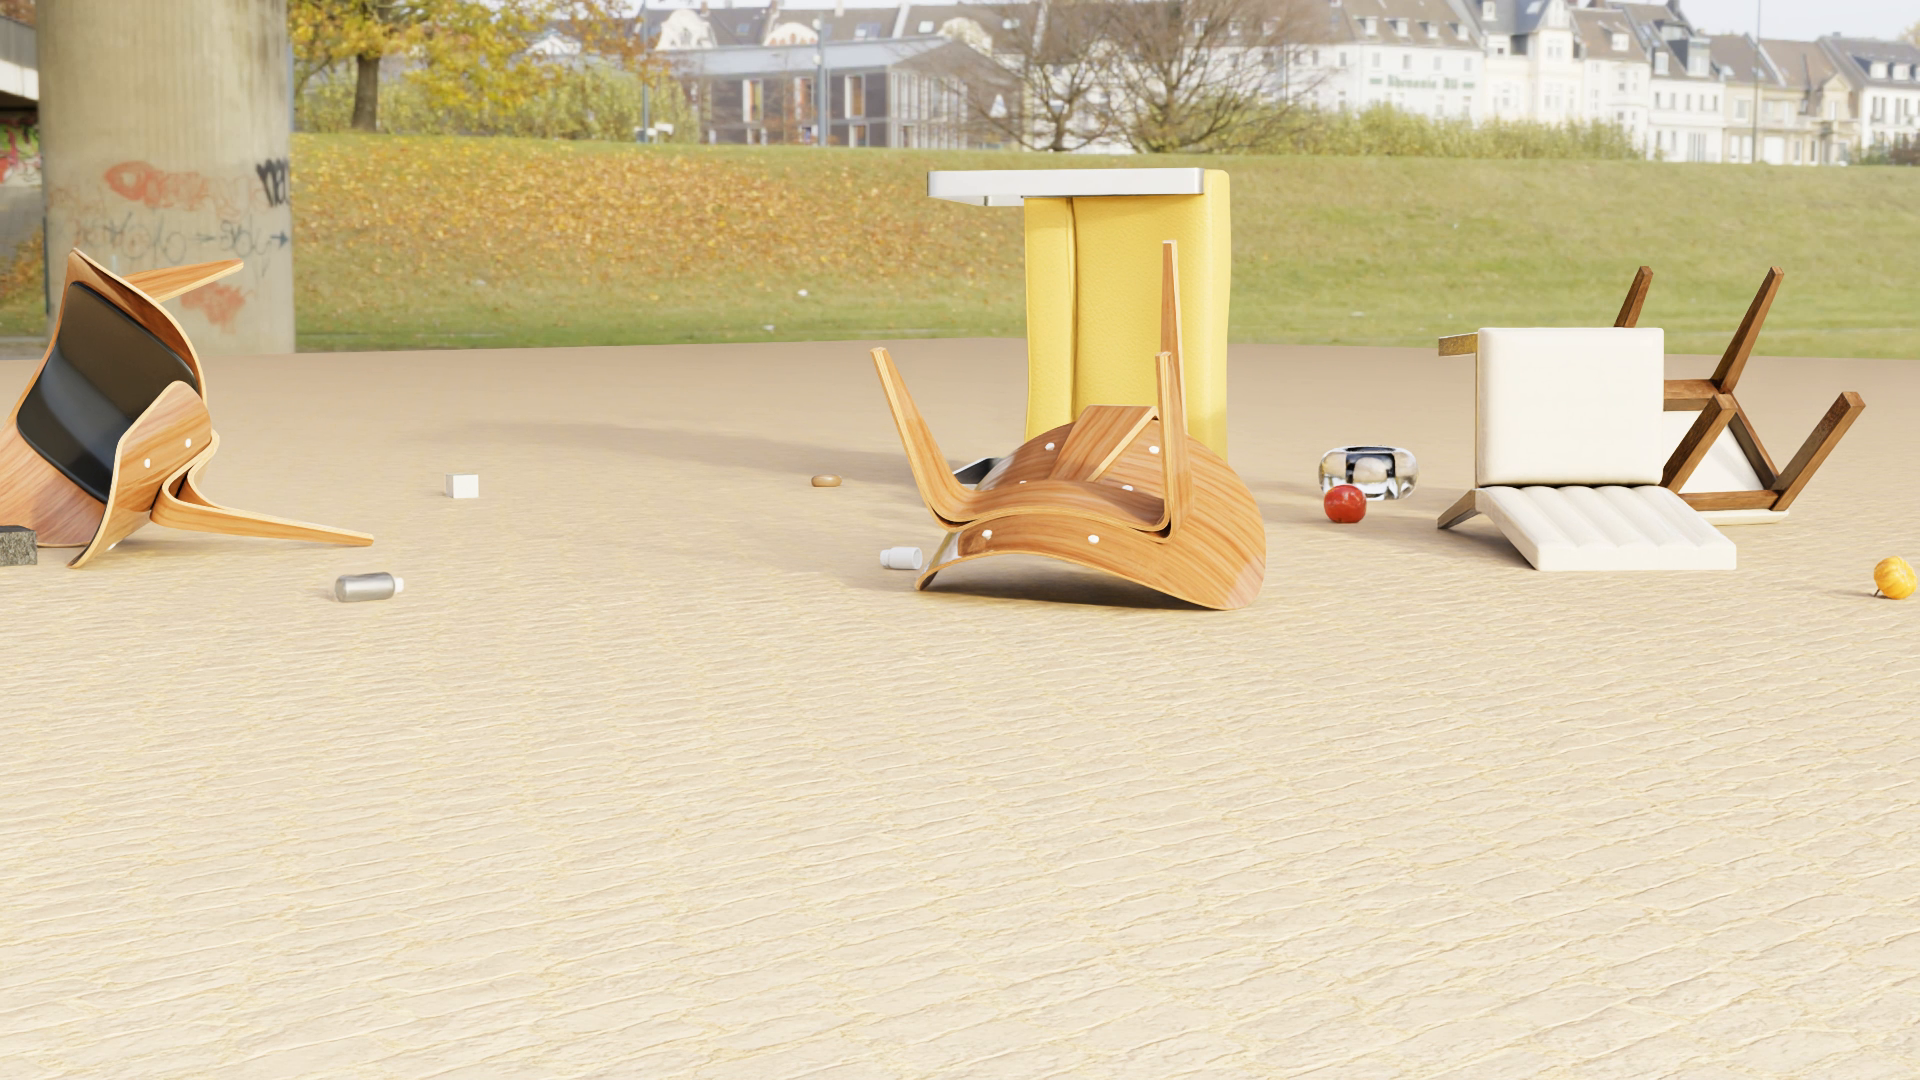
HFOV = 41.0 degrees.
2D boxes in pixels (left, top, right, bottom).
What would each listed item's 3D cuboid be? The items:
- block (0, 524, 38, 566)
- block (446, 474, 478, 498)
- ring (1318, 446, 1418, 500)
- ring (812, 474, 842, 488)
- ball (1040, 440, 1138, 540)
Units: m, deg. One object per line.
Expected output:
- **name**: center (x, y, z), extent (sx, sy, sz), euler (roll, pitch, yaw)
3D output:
- **block**: center (-2.217, 0.014, 5.896), extent (0.144, 0.077, 0.178), euler (-4, 7, -33)
- **block**: center (-1.489, -0.163, 7.671), extent (0.075, 0.066, 0.084), euler (-3, 7, -27)
- **ring**: center (1.217, -0.198, 7.642), extent (0.314, 0.145, 0.280), euler (-5, 9, -35)
- **ring**: center (-0.418, -0.185, 8.035), extent (0.101, 0.036, 0.053), euler (-3, 8, -19)
- **ball**: center (0.321, -0.124, 6.404), extent (0.248, 0.248, 0.248), euler (0, 6, 0)
